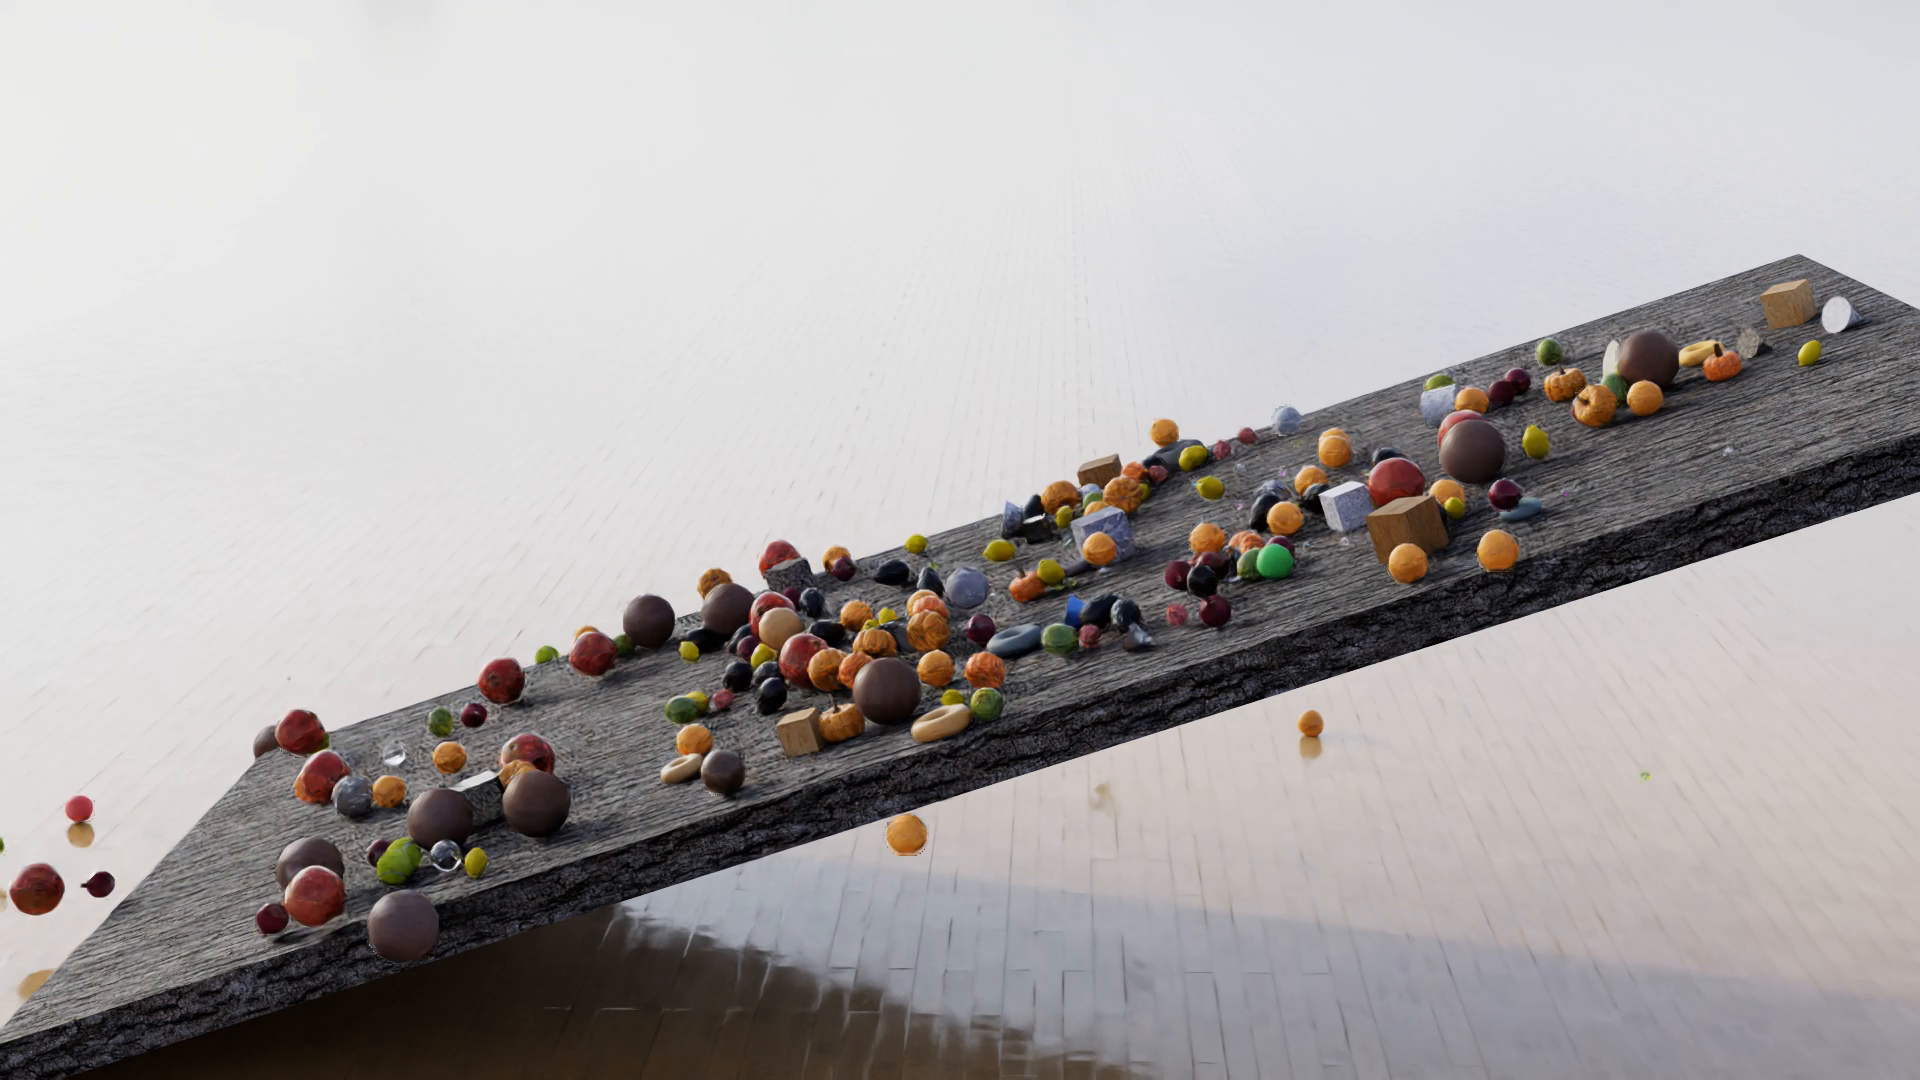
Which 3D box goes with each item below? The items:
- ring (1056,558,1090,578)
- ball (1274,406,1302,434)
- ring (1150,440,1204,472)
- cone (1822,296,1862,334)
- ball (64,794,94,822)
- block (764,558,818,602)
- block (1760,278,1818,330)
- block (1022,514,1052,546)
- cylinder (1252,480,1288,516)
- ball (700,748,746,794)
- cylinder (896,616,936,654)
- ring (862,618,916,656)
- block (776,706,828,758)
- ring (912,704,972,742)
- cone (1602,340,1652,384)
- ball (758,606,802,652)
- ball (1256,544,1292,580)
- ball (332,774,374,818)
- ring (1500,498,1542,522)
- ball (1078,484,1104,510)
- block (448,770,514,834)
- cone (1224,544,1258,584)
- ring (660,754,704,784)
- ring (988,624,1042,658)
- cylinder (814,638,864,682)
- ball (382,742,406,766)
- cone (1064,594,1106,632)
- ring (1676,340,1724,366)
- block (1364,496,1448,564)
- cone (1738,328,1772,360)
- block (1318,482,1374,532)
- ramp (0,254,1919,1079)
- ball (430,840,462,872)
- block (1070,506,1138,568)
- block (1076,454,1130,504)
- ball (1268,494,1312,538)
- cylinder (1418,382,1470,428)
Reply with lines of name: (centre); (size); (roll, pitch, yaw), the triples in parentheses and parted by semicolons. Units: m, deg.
ring: (0.244, 0.059, 6.335); (0.078, 0.026, 0.078); (-19, 9, 3)
ball: (0.781, -0.285, 7.013); (0.067, 0.067, 0.067); (0, 12, 0)
ring: (0.524, -0.204, 7.113); (0.139, 0.046, 0.139); (-20, 11, 4)
cone: (1.858, -0.466, 6.144); (0.078, 0.078, 0.078); (6, 8, -29)
ball: (-2.161, 0.658, 7.214); (0.067, 0.067, 0.067); (0, 12, 0)
block: (-0.412, 0.096, 7.140); (0.079, 0.079, 0.079); (-9, 15, 43)
block: (1.791, -0.509, 6.356); (0.079, 0.079, 0.079); (-10, 14, 40)
block: (0.178, -0.024, 6.797); (0.051, 0.051, 0.051); (-17, 11, 13)
cylinder: (0.662, -0.090, 6.259); (0.062, 0.062, 0.062); (5, 19, 21)
ball: (-0.443, 0.433, 5.495); (0.086, 0.086, 0.086); (0, 12, 0)
cylinder: (-0.091, 0.198, 6.133); (0.059, 0.059, 0.059); (-27, 27, -38)
ring: (-0.140, 0.204, 6.223); (0.139, 0.046, 0.139); (-17, 12, 4)
block: (-0.302, 0.368, 5.624); (0.068, 0.068, 0.068); (-16, 11, 17)
ring: (-0.033, 0.336, 5.398); (0.117, 0.039, 0.117); (-19, 9, 3)
cone: (1.458, -0.379, 6.378); (0.097, 0.097, 0.097); (7, 11, -8)
ball: (-0.388, 0.192, 6.360); (0.096, 0.096, 0.096); (0, 12, 0)
ball: (0.607, 0.043, 5.672); (0.070, 0.070, 0.070); (0, 12, 0)
ball: (-1.315, 0.555, 6.376); (0.092, 0.092, 0.092); (0, 12, 0)
ring: (1.052, -0.057, 5.518); (0.080, 0.027, 0.080); (-18, 12, 4)
ball: (0.309, -0.102, 6.927); (0.063, 0.063, 0.063); (0, 12, 0)
block: (-0.963, 0.527, 5.911); (0.090, 0.090, 0.090); (-23, 11, -18)
cone: (0.567, 0.053, 5.781); (0.080, 0.080, 0.080); (7, 12, -4)
ring: (-0.542, 0.447, 5.744); (0.094, 0.031, 0.094); (-22, 10, 4)
ring: (0.110, 0.201, 5.830); (0.115, 0.038, 0.115); (-17, 12, 4)
cylinder: (-0.254, 0.269, 6.170); (0.099, 0.099, 0.099); (2, 17, -1)
ball: (-1.303, 0.493, 6.770); (0.053, 0.053, 0.053); (0, 12, 0)
cone: (0.252, 0.151, 5.837); (0.077, 0.077, 0.077); (10, 13, 6)
ring: (1.582, -0.398, 6.288); (0.101, 0.034, 0.101); (-19, 11, 4)
block: (0.838, -0.019, 5.515); (0.096, 0.096, 0.096); (-27, 13, -35)
cone: (1.680, -0.408, 6.180); (0.065, 0.065, 0.065); (5, 8, -27)
block: (0.778, -0.067, 5.906); (0.076, 0.076, 0.076); (-21, 11, -12)
ramp: (0.106, 0.180, 6.305); (4.000, 0.100, 2.000); (-18, 11, 6)
ball: (-0.985, 0.605, 5.639); (0.060, 0.060, 0.060); (0, 12, 0)
block: (0.310, -0.006, 6.353); (0.098, 0.098, 0.098); (-21, 11, -11)
block: (0.341, -0.142, 6.999); (0.090, 0.090, 0.090); (-16, 11, 17)
ball: (0.666, -0.048, 5.948); (0.089, 0.089, 0.089); (0, 12, 0)
cylinder: (1.078, -0.300, 6.545); (0.080, 0.080, 0.080); (-28, -8, 39)
